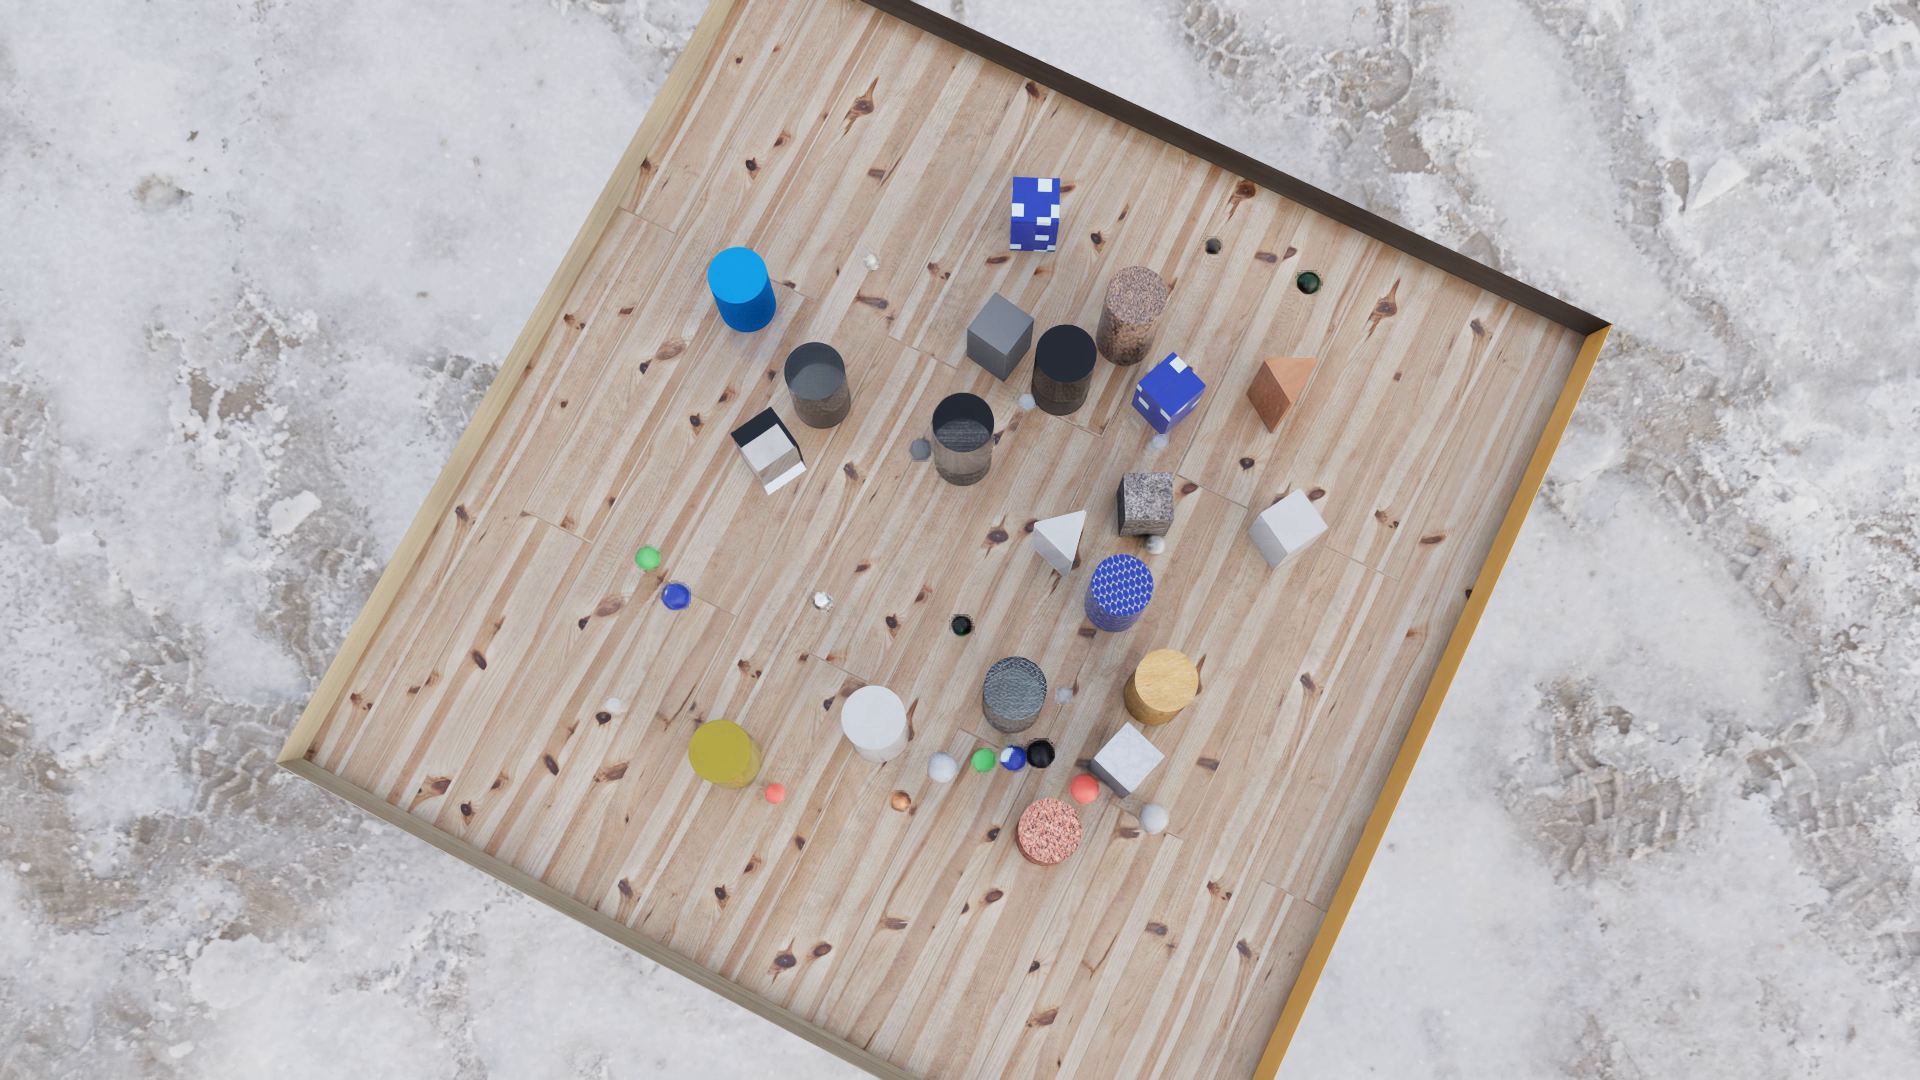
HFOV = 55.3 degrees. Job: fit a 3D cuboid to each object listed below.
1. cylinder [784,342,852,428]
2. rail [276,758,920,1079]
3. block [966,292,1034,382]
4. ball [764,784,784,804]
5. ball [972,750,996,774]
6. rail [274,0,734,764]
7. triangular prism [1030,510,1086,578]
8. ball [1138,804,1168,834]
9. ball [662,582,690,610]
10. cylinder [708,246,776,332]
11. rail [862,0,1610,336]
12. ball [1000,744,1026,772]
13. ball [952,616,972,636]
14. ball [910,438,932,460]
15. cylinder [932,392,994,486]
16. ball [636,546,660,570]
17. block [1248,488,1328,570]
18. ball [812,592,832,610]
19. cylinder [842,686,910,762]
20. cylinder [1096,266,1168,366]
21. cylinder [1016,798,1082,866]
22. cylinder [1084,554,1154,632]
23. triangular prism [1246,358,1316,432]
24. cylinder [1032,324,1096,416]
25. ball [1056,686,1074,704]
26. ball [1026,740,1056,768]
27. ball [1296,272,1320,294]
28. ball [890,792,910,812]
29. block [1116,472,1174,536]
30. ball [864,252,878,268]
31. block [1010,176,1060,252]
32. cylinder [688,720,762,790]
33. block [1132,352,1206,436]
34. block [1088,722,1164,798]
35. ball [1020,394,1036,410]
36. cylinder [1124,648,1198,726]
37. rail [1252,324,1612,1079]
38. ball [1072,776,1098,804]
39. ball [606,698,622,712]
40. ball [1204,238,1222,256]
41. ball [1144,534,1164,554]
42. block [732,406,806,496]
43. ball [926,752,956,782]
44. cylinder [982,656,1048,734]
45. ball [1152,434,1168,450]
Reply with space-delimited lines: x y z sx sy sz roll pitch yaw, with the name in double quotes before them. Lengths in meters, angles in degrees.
"cylinder" -0.428 -0.464 5.548 0.179 0.321 0.179 0 78 0
"rail" -0.660 1.299 5.287 2.990 0.116 0.045 26 80 5
"block" 0.122 -0.618 5.603 0.143 0.277 0.143 36 81 7
"ball" -0.551 0.752 5.431 0.058 0.058 0.058 0 78 0
"ball" 0.069 0.657 5.444 0.071 0.071 0.071 0 78 0
"rail" -1.316 -0.638 5.688 0.045 0.116 3.000 26 80 5
"triangular prism" 0.318 -0.010 5.474 0.134 0.283 0.155 -44 82 -8
"ball" 0.569 0.821 5.401 0.089 0.089 0.089 0 78 0
"ball" -0.860 0.171 5.539 0.083 0.083 0.083 0 78 0
"cylinder" -0.668 -0.767 5.633 0.179 0.277 0.179 0 78 0
"rail" 0.660 -1.287 5.822 2.990 0.116 0.045 26 80 5
"ball" 0.158 0.647 5.443 0.077 0.077 0.077 0 78 0
"ball" 0.005 0.258 5.531 0.063 0.063 0.063 0 78 0
"ball" -0.121 -0.279 5.639 0.069 0.069 0.069 0 78 0
"cylinder" 0.009 -0.295 5.465 0.179 0.416 0.179 0 78 0
"ball" -0.950 0.055 5.568 0.071 0.071 0.071 0 78 0
"block" 0.979 -0.031 5.491 0.143 0.257 0.143 -33 80 -6
"ball" -0.418 0.184 5.549 0.058 0.058 0.058 0 78 0
"cylinder" -0.240 0.535 5.294 0.179 0.415 0.179 0 78 0
"cylinder" 0.516 -0.673 5.546 0.179 0.409 0.179 0 78 0
"cylinder" 0.253 0.845 5.283 0.179 0.311 0.179 0 78 0
"cylinder" 0.467 0.161 5.419 0.179 0.320 0.179 0 78 0
"triangular prism" 0.950 -0.462 5.532 0.134 0.352 0.155 30 80 6
"cylinder" 0.311 -0.510 5.538 0.179 0.360 0.179 0 78 0
"ball" 0.314 0.466 5.493 0.053 0.053 0.053 0 78 0
"ball" 0.239 0.636 5.441 0.086 0.086 0.086 0 78 0
"ball" 1.093 -0.806 5.746 0.073 0.073 0.073 0 78 0
"ball" -0.177 0.774 5.426 0.060 0.060 0.060 0 78 0
"block" 0.556 -0.105 5.516 0.143 0.238 0.143 -1 78 0
"ball" -0.280 -0.881 5.774 0.047 0.047 0.047 0 78 0
"block" 0.231 -1.010 5.698 0.143 0.249 0.143 2 78 0
"cylinder" -0.683 0.628 5.345 0.179 0.276 0.179 0 78 0
"block" 0.634 -0.441 5.586 0.143 0.238 0.143 -41 81 -8
"block" 0.479 0.645 5.333 0.143 0.293 0.143 43 81 8
"ball" 0.208 -0.429 5.679 0.050 0.050 0.050 0 78 0
"cylinder" 0.581 0.432 5.338 0.179 0.371 0.179 0 78 0
"rail" 1.316 0.650 5.421 0.045 0.116 3.000 26 80 5
"ball" 0.370 0.738 5.422 0.082 0.082 0.082 0 78 0
"ball" -1.038 0.494 5.490 0.047 0.047 0.047 0 78 0
"ball" 0.797 -0.925 5.780 0.054 0.054 0.054 0 78 0
"ball" 0.592 0.013 5.583 0.060 0.060 0.060 0 78 0
"block" -0.573 -0.265 5.517 0.143 0.302 0.143 -35 80 -7
"ball" -0.054 0.675 5.431 0.089 0.089 0.089 0 78 0
"cylinder" 0.155 0.454 5.321 0.179 0.394 0.179 0 78 0
"ball" 0.615 -0.299 5.653 0.049 0.049 0.049 0 78 0
